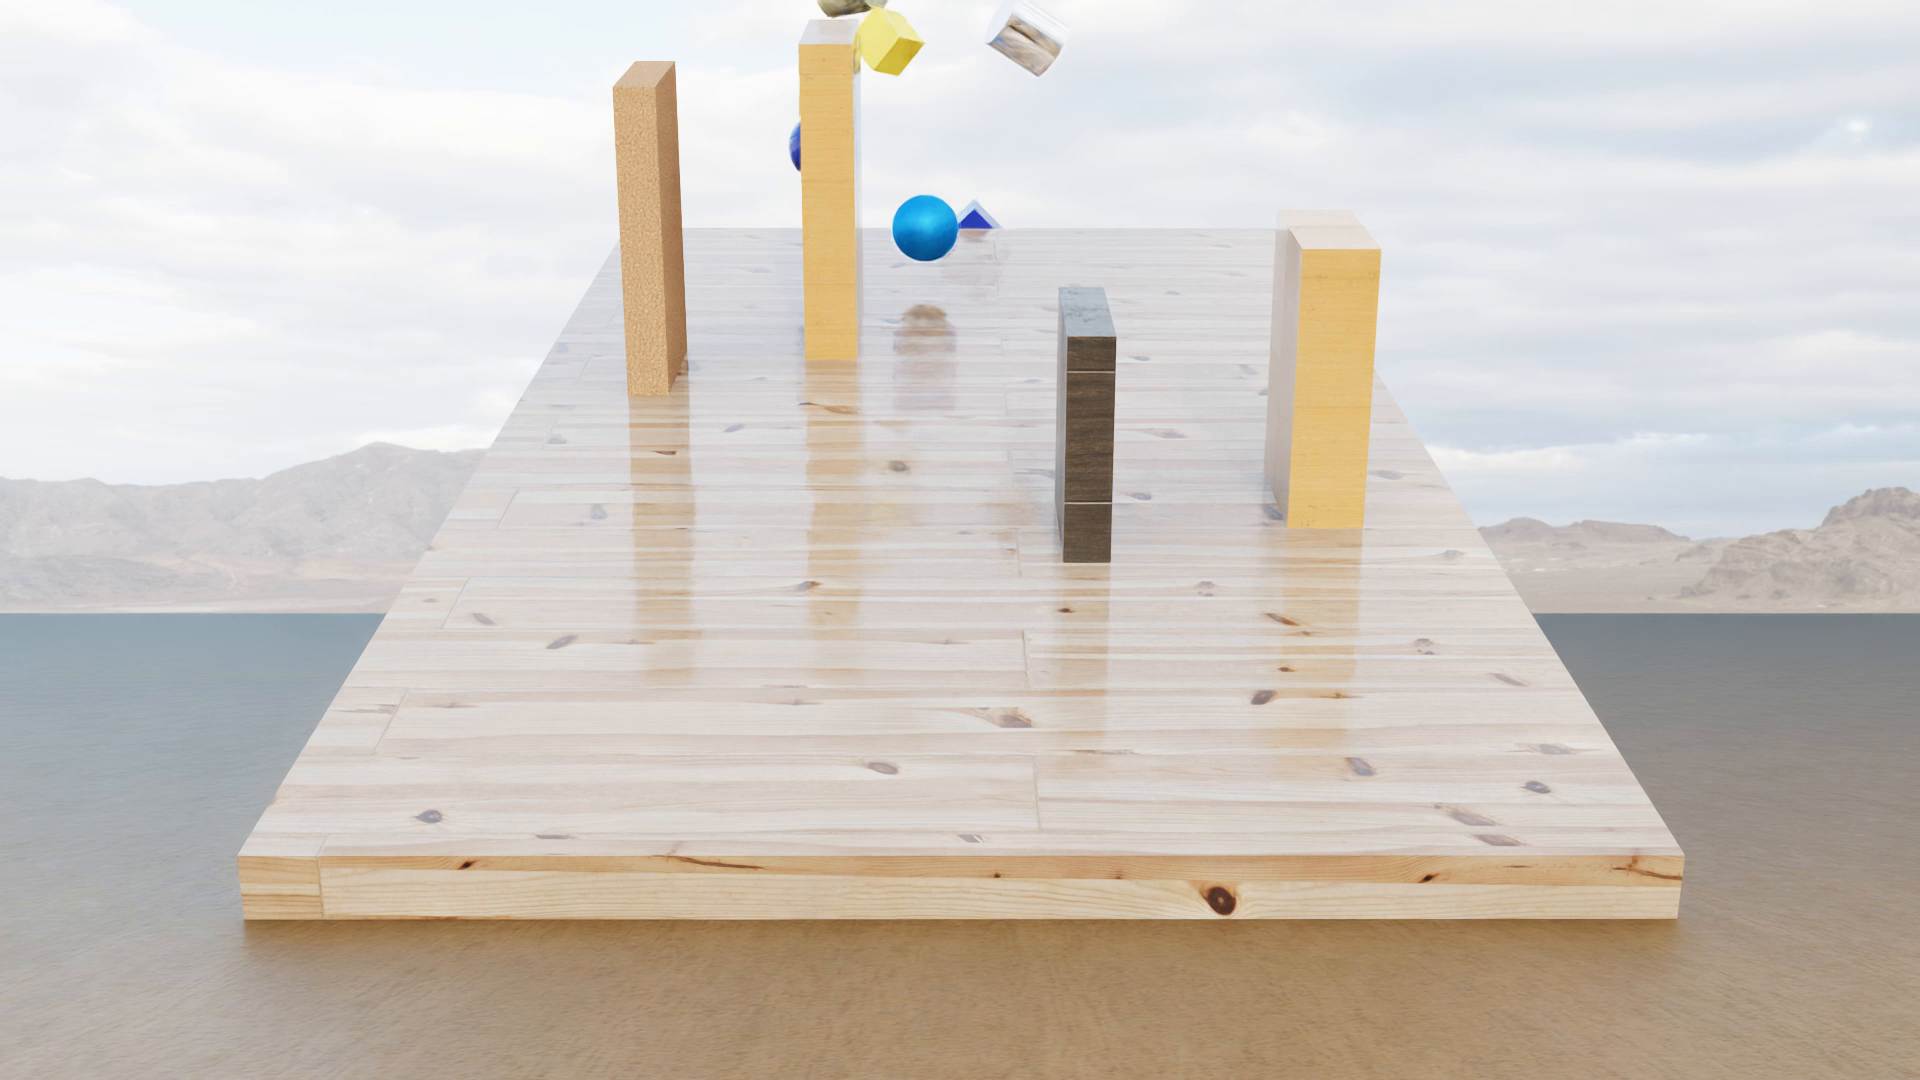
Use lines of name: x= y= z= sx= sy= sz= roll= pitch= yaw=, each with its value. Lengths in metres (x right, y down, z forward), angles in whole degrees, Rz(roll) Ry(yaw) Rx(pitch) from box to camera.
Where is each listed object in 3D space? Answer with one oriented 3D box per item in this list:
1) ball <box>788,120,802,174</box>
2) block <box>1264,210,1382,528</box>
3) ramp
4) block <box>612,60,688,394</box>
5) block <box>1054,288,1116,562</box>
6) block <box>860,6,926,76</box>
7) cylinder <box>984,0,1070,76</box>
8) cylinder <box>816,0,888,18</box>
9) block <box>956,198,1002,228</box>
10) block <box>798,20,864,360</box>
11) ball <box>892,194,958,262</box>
ball: x=-0.398 y=-1.136 z=6.559 sx=0.198 sy=0.198 sz=0.198 roll=0 pitch=-2 yaw=0
block: x=0.705 y=-0.341 z=4.452 sx=0.146 sy=0.549 sz=0.351 roll=0 pitch=20 yaw=0
ramp: x=-0.005 y=-0.209 z=5.028 sx=2.000 sy=0.100 sz=4.000 roll=0 pitch=20 yaw=0
block: x=-0.717 y=-0.731 z=5.281 sx=0.094 sy=0.703 sz=0.392 roll=0 pitch=20 yaw=0
block: x=0.235 y=-0.224 z=4.301 sx=0.088 sy=0.432 sz=0.366 roll=0 pitch=20 yaw=0
block: x=-0.205 y=-1.394 z=6.349 sx=0.125 sy=0.125 sz=0.125 roll=-47 pitch=-22 yaw=26
cylinder: x=0.184 y=-1.386 z=6.204 sx=0.171 sy=0.171 sz=0.171 roll=29 pitch=-12 yaw=-19
cylinder: x=-0.306 y=-1.579 z=6.468 sx=0.159 sy=0.159 sz=0.159 roll=-1 pitch=-2 yaw=37
block: x=0.042 y=-0.924 z=6.983 sx=0.161 sy=0.161 sz=0.161 roll=-42 pitch=15 yaw=14
block: x=-0.313 y=-0.868 z=5.581 sx=0.125 sy=0.754 sz=0.440 roll=0 pitch=20 yaw=0
ball: x=-0.095 y=-0.849 z=6.180 sx=0.181 sy=0.181 sz=0.181 roll=0 pitch=-2 yaw=0
